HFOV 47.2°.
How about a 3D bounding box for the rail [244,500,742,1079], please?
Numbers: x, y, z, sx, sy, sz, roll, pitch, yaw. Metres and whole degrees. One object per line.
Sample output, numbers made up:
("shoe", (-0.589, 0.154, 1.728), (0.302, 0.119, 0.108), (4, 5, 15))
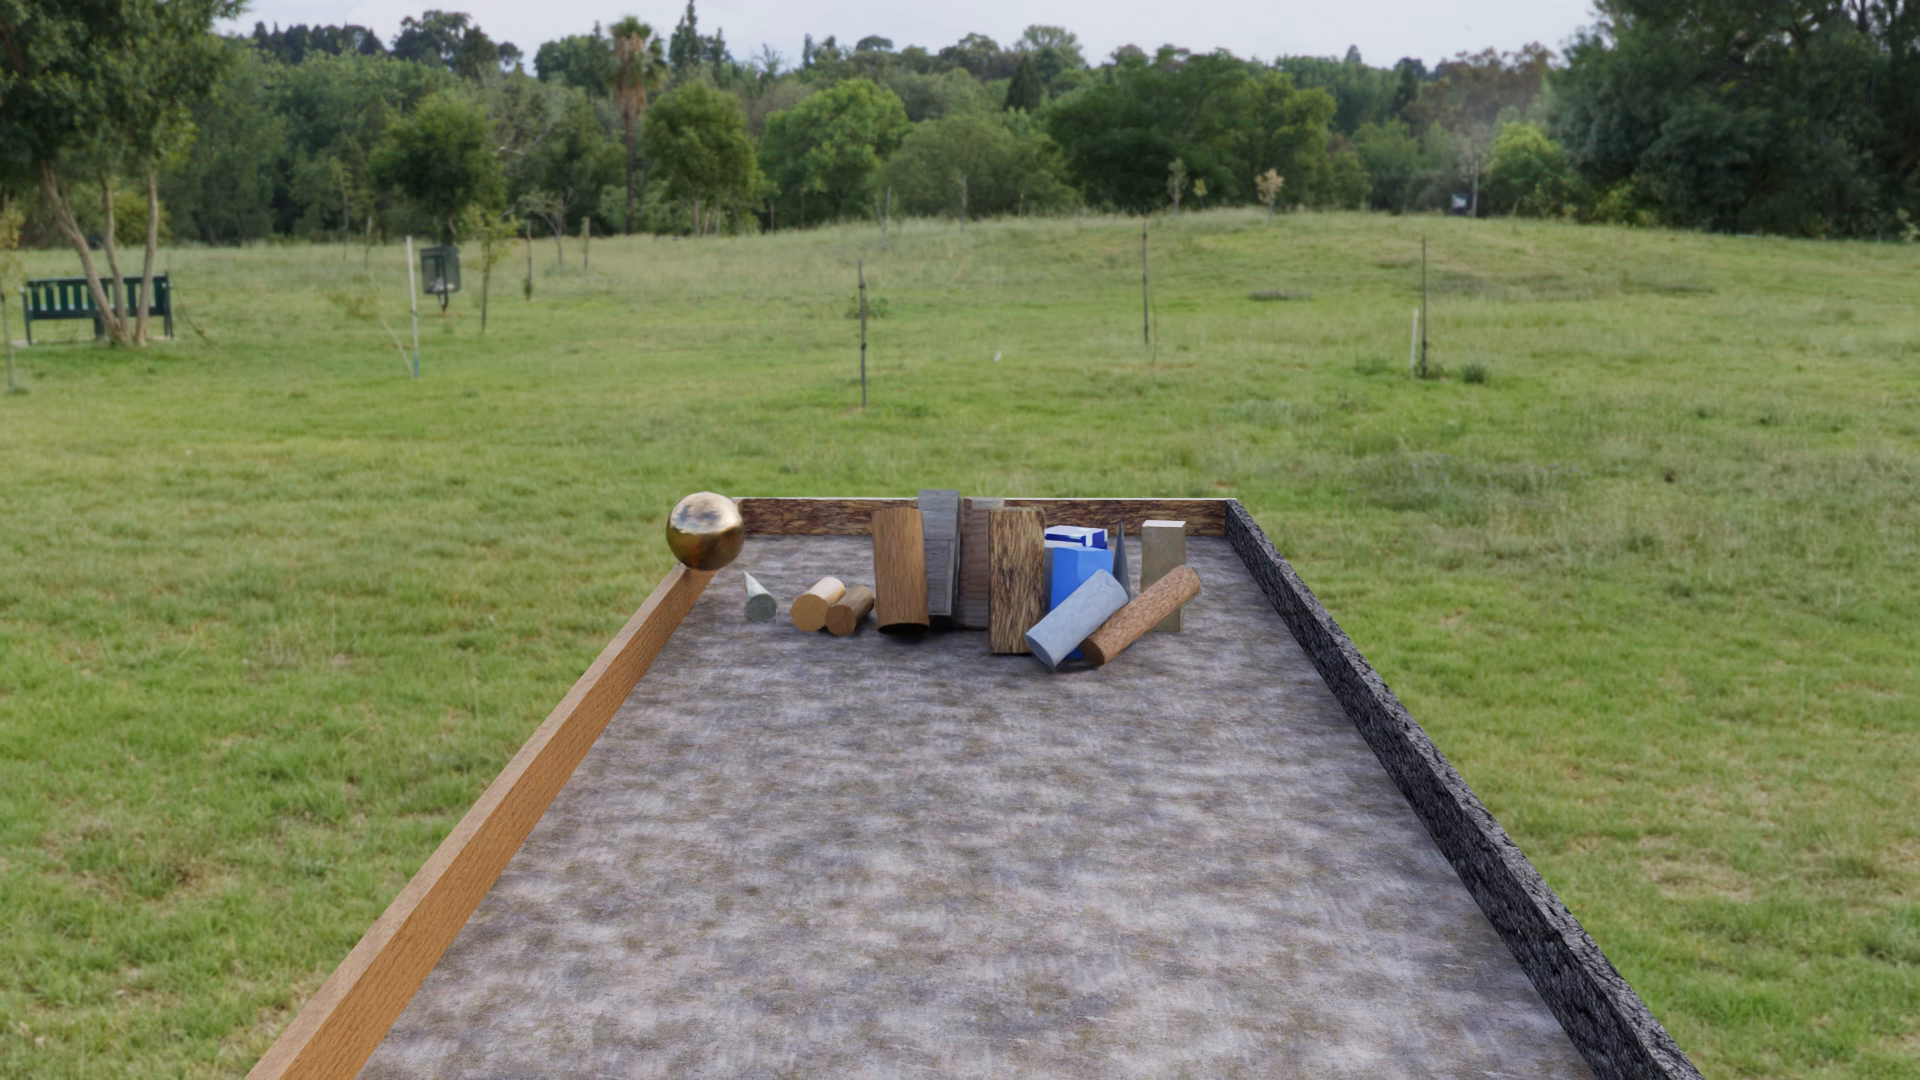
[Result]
("rail", (-1.004, 0.839, 3.234), (0.050, 0.150, 12.000), (0, 9, 1))

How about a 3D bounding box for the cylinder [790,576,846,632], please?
("cylinder", (-0.465, 0.211, 7.278), (0.125, 0.125, 0.322), (1, 9, 8))

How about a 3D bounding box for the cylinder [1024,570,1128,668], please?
("cylinder", (0.347, 0.233, 6.549), (0.306, 0.129, 0.129), (-41, 23, -15))

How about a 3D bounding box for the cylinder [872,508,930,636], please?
("cylinder", (-0.190, 0.103, 7.033), (0.164, 0.382, 0.164), (-3, -18, -1))

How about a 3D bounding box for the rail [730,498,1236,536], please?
("rail", (0.099, -0.098, 9.147), (2.100, 0.150, 0.050), (0, 9, 1))

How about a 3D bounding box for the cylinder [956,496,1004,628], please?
("cylinder", (0.065, 0.073, 7.184), (0.135, 0.418, 0.135), (4, 6, 0))

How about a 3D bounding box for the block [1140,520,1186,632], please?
("block", (0.663, 0.116, 7.179), (0.129, 0.344, 0.129), (2, 9, 12))

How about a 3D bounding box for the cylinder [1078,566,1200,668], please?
("cylinder", (0.549, 0.230, 6.694), (0.436, 0.105, 0.105), (-34, 27, -30))

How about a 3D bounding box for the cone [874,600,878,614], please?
("cone", (-0.182, 0.216, 7.478), (0.106, 0.106, 0.326), (3, 0, 20))

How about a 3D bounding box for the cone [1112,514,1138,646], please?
("cone", (0.505, 0.122, 6.925), (0.116, 0.412, 0.116), (0, 9, 0))

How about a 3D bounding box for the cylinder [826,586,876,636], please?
("cylinder", (-0.358, 0.231, 7.228), (0.102, 0.102, 0.352), (1, 9, 8))

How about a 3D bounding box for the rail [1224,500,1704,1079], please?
("rail", (1.046, 0.843, 3.208), (0.050, 0.150, 12.000), (0, 9, 1))

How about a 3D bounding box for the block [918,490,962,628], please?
("block", (-0.076, 0.062, 7.206), (0.131, 0.437, 0.131), (1, -22, 7))

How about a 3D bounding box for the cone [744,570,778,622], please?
("cone", (-0.701, 0.162, 7.425), (0.105, 0.105, 0.352), (-2, 21, -15))

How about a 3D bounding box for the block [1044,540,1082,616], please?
("block", (0.283, 0.163, 6.992), (0.155, 0.305, 0.155), (5, 9, 30))

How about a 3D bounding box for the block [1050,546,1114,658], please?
("block", (0.368, 0.190, 6.717), (0.128, 0.328, 0.128), (1, 5, -32))

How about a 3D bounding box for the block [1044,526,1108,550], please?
("block", (0.361, 0.126, 7.201), (0.177, 0.317, 0.177), (6, 11, 31))

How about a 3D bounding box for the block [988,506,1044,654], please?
("block", (0.174, 0.122, 6.815), (0.164, 0.437, 0.164), (0, 5, -3))

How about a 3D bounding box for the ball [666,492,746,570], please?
("ball", (-0.863, -0.030, 7.467), (0.270, 0.270, 0.270), (0, 9, 0))
